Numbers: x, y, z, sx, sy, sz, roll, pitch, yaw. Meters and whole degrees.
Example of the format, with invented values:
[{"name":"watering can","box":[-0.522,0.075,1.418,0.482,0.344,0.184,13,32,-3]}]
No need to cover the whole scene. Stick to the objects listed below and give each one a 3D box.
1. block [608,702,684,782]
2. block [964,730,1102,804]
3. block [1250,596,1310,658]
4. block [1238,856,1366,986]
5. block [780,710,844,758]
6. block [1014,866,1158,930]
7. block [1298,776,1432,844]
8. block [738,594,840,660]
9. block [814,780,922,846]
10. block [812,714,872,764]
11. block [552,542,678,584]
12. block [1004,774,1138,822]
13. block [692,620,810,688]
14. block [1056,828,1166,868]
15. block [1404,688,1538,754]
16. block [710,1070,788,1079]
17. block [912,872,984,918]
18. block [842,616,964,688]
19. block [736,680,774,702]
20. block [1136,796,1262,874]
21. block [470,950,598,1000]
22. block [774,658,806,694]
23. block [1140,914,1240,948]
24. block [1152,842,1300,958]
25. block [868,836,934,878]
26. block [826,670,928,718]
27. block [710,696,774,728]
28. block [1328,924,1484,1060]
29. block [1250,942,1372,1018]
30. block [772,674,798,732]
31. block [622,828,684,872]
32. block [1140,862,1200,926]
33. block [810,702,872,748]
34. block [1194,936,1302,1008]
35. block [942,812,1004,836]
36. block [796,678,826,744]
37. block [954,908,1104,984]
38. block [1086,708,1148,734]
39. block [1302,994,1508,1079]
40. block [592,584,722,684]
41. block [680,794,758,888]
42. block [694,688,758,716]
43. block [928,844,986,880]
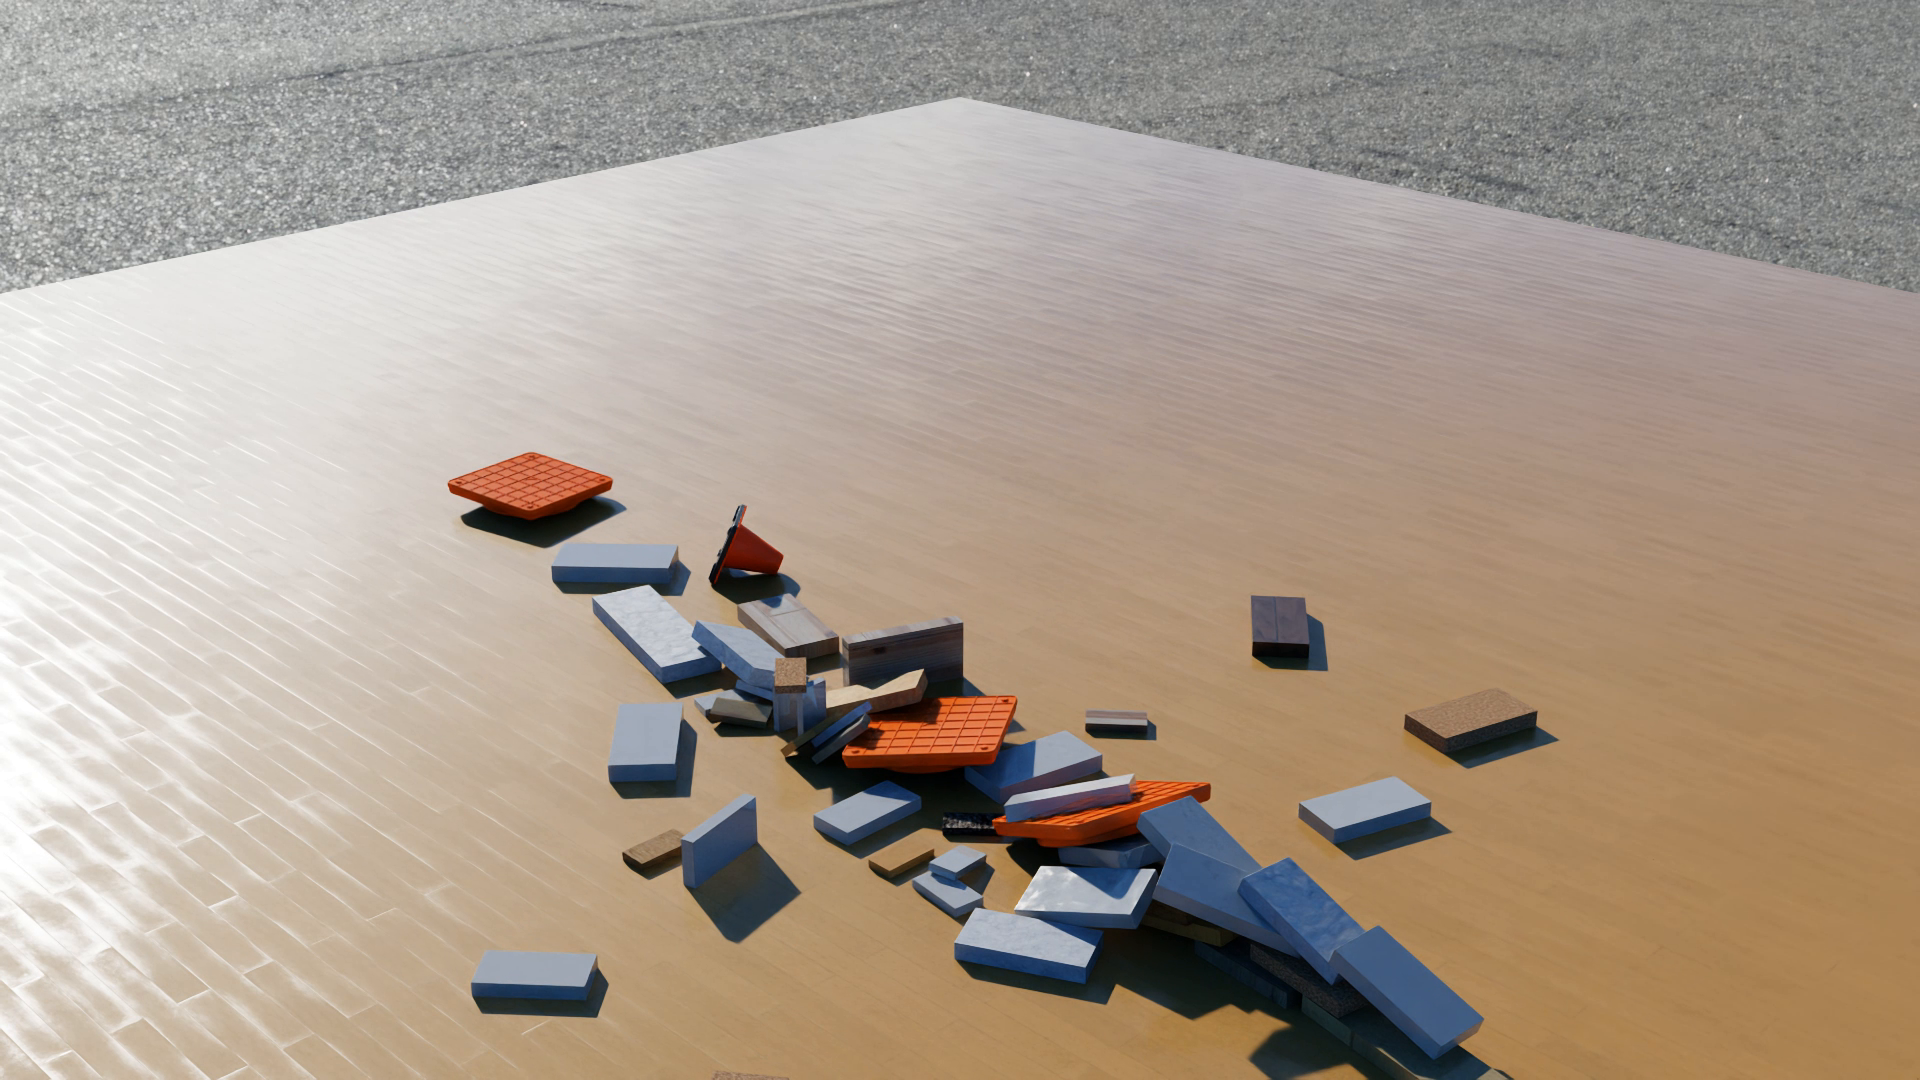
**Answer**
[{"name":"block","box":[-0.669,0.430,4.698,0.139,0.039,0.277,-1,23,-3]},{"name":"block","box":[0.154,0.474,4.597,0.261,0.037,0.130,-15,27,-31]},{"name":"block","box":[0.759,0.205,5.231,0.131,0.037,0.261,2,23,5]},{"name":"block","box":[0.616,0.668,3.868,0.121,0.034,0.242,-16,47,-38]},{"name":"block","box":[-0.315,0.413,4.684,0.134,0.019,0.067,-31,-5,-35]},{"name":"block","box":[0.235,0.657,4.050,0.246,0.035,0.123,-4,31,33]},{"name":"block","box":[0.817,0.544,4.436,0.239,0.034,0.120,-11,25,-25]},{"name":"block","box":[-0.409,0.208,5.220,0.139,0.039,0.277,-12,26,-26]},{"name":"block","box":[-0.186,0.548,4.432,0.101,0.029,0.203,21,31,40]},{"name":"block","box":[-0.250,0.419,4.637,0.134,0.019,0.067,-36,8,16]},{"name":"block","box":[-0.872,0.058,5.570,0.295,0.042,0.148,1,23,2]},{"name":"block","box":[0.218,0.504,4.298,0.248,0.034,0.120,-11,2,10]},{"name":"block","box":[-0.480,0.265,5.010,0.148,0.042,0.295,13,12,-37]},{"name":"block","box":[0.305,0.589,4.196,0.127,0.036,0.254,-13,2,-27]},{"name":"block","box":[1.113,0.391,4.791,0.261,0.037,0.131,-12,26,-27]},{"name":"block","box":[-0.350,0.903,3.610,0.126,0.018,0.063,3,23,8]},{"name":"block","box":[-0.023,0.667,4.165,0.067,0.019,0.134,-17,28,-34]},{"name":"block","box":[-0.128,0.264,4.960,0.278,0.139,0.039,-10,25,-22]},{"name":"block","box":[-0.428,0.338,4.890,0.128,0.018,0.064,18,5,20]},{"name":"block","box":[0.454,0.581,4.049,0.127,0.036,0.254,-14,44,-35]},{"name":"block","box":[-0.754,0.772,3.904,0.203,0.029,0.101,1,23,3]},{"name":"block","box":[-0.363,0.290,4.712,0.067,0.019,0.133,-1,23,-4]},{"name":"block","box":[0.427,0.687,4.044,0.112,0.032,0.225,-21,19,-40]},{"name":"block","box":[0.491,0.640,3.917,0.279,0.035,0.123,22,36,7]},{"name":"block","box":[-0.114,0.618,4.282,0.120,0.017,0.060,-21,31,-41]},{"name":"block","box":[-0.196,0.344,4.802,0.239,0.034,0.120,-14,14,11]},{"name":"block","box":[-0.479,0.379,4.819,0.128,0.018,0.064,8,31,6]},{"name":"block","box":[0.756,0.765,3.732,0.121,0.034,0.242,-18,47,-39]},{"name":"block","box":[0.627,0.754,3.857,0.113,0.032,0.225,-15,26,-31]},{"name":"block","box":[-0.373,0.346,4.775,0.067,0.133,0.019,-19,29,-37]},{"name":"block","box":[-0.591,0.607,4.307,0.126,0.018,0.063,-21,31,-41]},{"name":"block","box":[0.364,0.650,4.085,0.127,0.036,0.254,-21,19,-41]},{"name":"block","box":[-0.252,0.393,4.689,0.134,0.019,0.067,-37,-5,28]},{"name":"block","box":[0.541,0.755,3.940,0.113,0.032,0.225,-18,29,-36]},{"name":"block","box":[0.026,0.568,4.399,0.120,0.017,0.060,1,23,2]},{"name":"block","box":[-0.318,0.368,4.723,0.067,0.133,0.019,-21,31,-41]},{"name":"block","box":[0.126,0.734,3.986,0.246,0.035,0.123,8,24,17]},{"name":"block","box":[0.342,0.395,4.805,0.134,0.019,0.067,2,23,4]},{"name":"block","box":[0.782,0.873,3.660,0.121,0.034,0.499,-14,27,-30]},{"name":"block","box":[-0.720,0.218,5.193,0.148,0.042,0.441,-12,26,-27]},{"name":"block","box":[-0.465,0.582,4.260,0.029,0.101,0.203,13,26,28]},{"name":"block","box":[-0.519,0.359,4.892,0.128,0.018,0.064,-12,26,-26]},{"name":"block","box":[-0.004,0.622,4.242,0.060,0.017,0.120,17,18,27]}]
